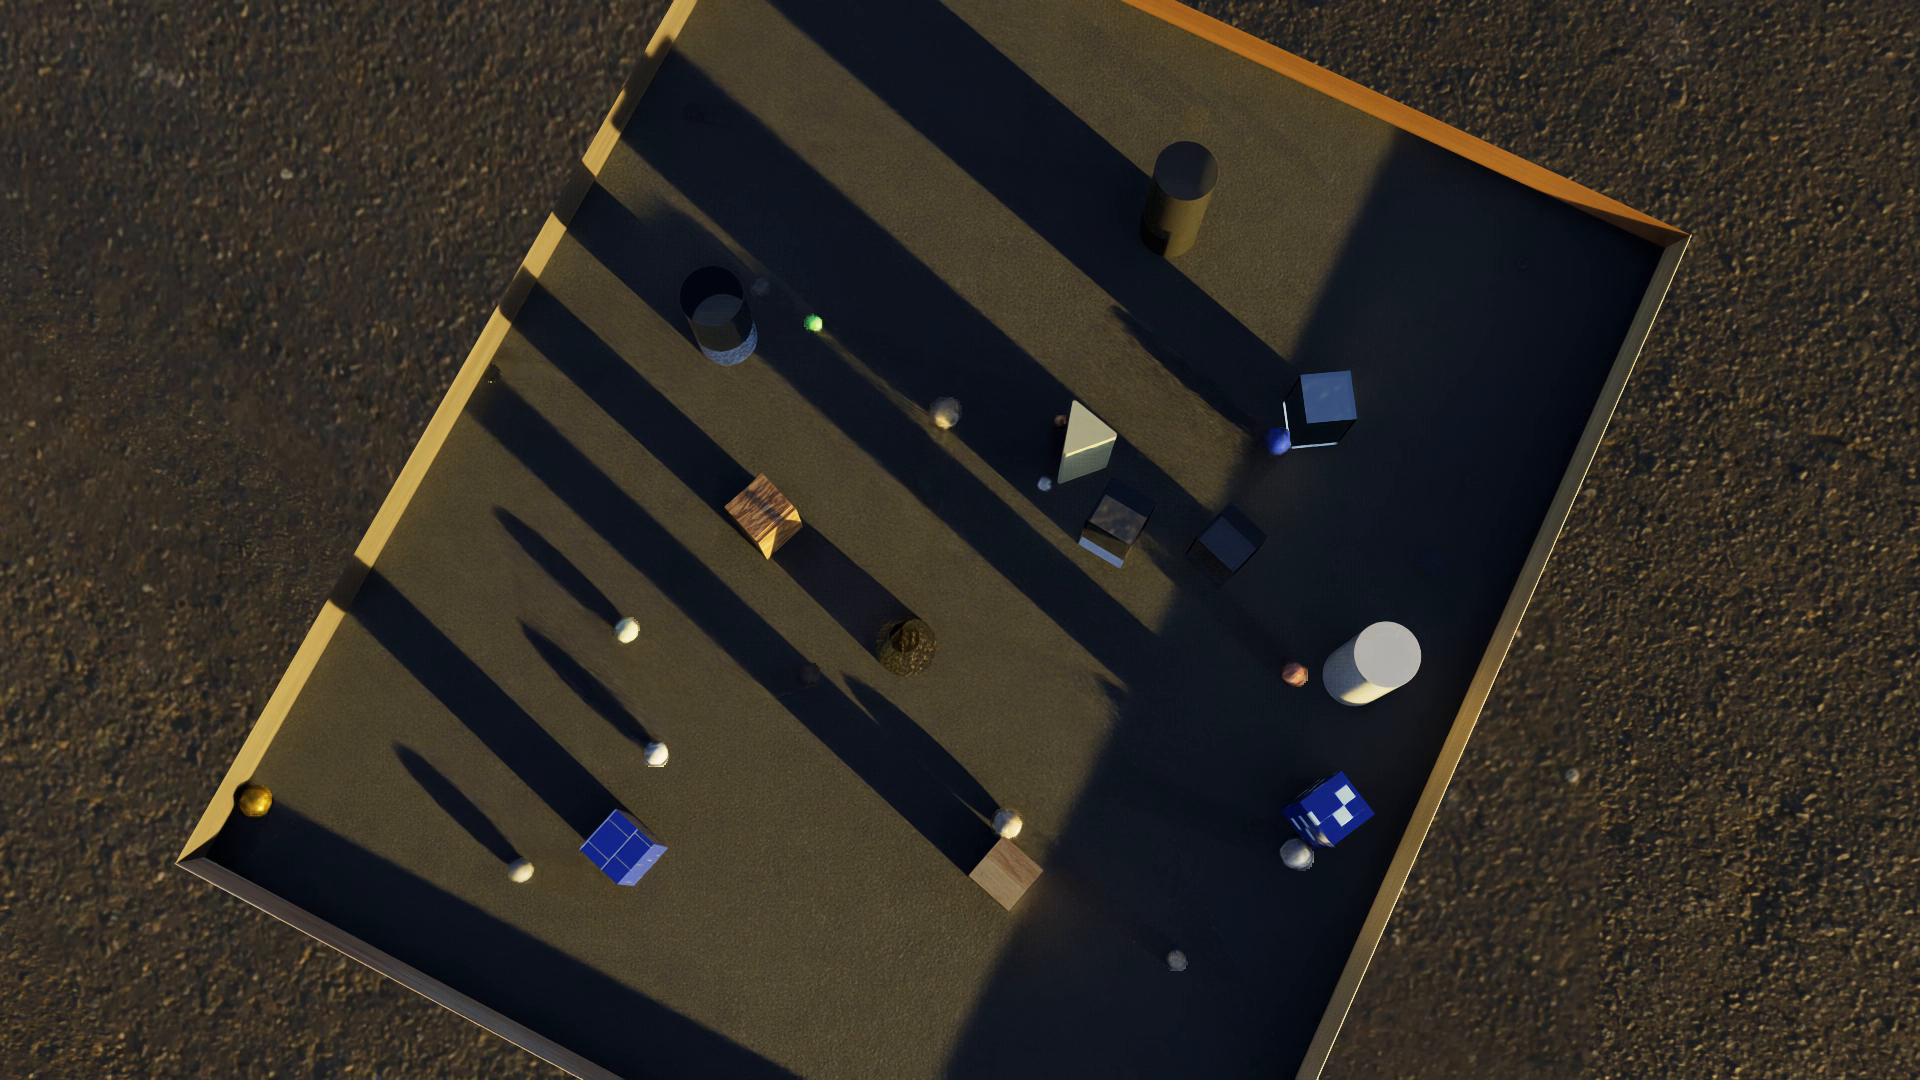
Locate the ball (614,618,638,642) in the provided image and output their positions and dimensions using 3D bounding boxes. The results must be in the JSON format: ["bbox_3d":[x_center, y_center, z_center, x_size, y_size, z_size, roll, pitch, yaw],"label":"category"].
[{"bbox_3d":[-1.006,0.272,5.523,0.072,0.072,0.072,0,78,0],"label":"ball"}]

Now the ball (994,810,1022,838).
[{"bbox_3d":[0.139,0.837,5.400,0.084,0.084,0.084,0,78,0],"label":"ball"}]

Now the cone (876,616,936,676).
[{"bbox_3d":[-0.164,0.284,5.370,0.186,0.368,0.186,0,78,0],"label":"cone"}]

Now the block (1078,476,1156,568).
[{"bbox_3d":[0.464,-0.048,5.445,0.149,0.356,0.149,31,80,6],"label":"block"}]

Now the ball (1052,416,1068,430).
[{"bbox_3d":[0.310,-0.362,5.668,0.046,0.046,0.046,0,78,0],"label":"ball"}]

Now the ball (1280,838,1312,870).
[{"bbox_3d":[0.987,0.919,5.377,0.093,0.093,0.093,0,78,0],"label":"ball"}]

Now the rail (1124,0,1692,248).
[{"bbox_3d":[0.829,-1.616,5.888,3.205,0.121,0.045,26,80,5],"label":"rail"}]

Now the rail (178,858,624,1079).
[{"bbox_3d":[-0.829,1.629,5.217,3.205,0.121,0.045,26,80,5],"label":"rail"}]

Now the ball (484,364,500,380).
[{"bbox_3d":[-1.458,-0.523,5.699,0.050,0.050,0.050,0,78,0],"label":"ball"}]

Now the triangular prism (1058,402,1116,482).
[{"bbox_3d":[0.355,-0.304,5.491,0.161,0.369,0.140,-19,79,-4],"label":"triangular prism"}]

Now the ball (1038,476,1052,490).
[{"bbox_3d":[0.261,-0.175,5.631,0.041,0.041,0.041,0,78,0],"label":"ball"}]

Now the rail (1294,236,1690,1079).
[{"bbox_3d":[1.412,0.698,5.409,0.045,0.121,3.753,26,80,5],"label":"rail"}]

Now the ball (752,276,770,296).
[{"bbox_3d":[-0.625,-0.796,5.750,0.060,0.060,0.060,0,78,0],"label":"ball"}]

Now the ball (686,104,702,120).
[{"bbox_3d":[-0.852,-1.371,5.873,0.053,0.053,0.053,0,78,0],"label":"ball"}]

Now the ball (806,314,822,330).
[{"bbox_3d":[-0.455,-0.679,5.731,0.050,0.050,0.050,0,78,0],"label":"ball"}]

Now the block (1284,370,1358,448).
[{"bbox_3d":[1.087,-0.392,5.546,0.149,0.296,0.149,-5,78,-1],"label":"block"}]

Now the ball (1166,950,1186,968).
[{"bbox_3d":[0.629,1.220,5.336,0.055,0.055,0.055,0,78,0],"label":"ball"}]

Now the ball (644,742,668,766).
[{"bbox_3d":[-0.904,0.634,5.449,0.072,0.072,0.072,0,78,0],"label":"ball"}]

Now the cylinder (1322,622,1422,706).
[{"bbox_3d":[1.188,0.364,5.311,0.186,0.451,0.186,0,78,0],"label":"cylinder"}]

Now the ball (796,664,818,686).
[{"bbox_3d":[-0.458,0.405,5.499,0.066,0.066,0.066,0,78,0],"label":"ball"}]

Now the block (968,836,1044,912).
[{"bbox_3d":[0.130,0.962,5.281,0.149,0.267,0.149,41,81,8],"label":"block"}]

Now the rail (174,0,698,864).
[{"bbox_3d":[-1.412,-0.685,5.695,0.045,0.121,3.753,26,80,5],"label":"rail"}]

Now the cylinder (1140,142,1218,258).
[{"bbox_3d":[0.663,-1.034,5.593,0.186,0.465,0.186,0,78,0],"label":"cylinder"}]

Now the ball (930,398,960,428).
[{"bbox_3d":[-0.045,-0.392,5.650,0.092,0.092,0.092,0,78,0],"label":"ball"}]

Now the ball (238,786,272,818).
[{"bbox_3d":[-2.081,0.773,5.410,0.090,0.090,0.090,0,78,0],"label":"ball"}]

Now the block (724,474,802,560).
[{"bbox_3d":[-0.587,-0.069,5.504,0.149,0.247,0.149,-43,81,-8],"label":"block"}]

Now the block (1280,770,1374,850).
[{"bbox_3d":[1.054,0.783,5.282,0.149,0.337,0.149,-35,81,-7],"label":"block"}]

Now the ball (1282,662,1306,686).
[{"bbox_3d":[1.002,0.401,5.497,0.071,0.071,0.071,0,78,0],"label":"ball"}]

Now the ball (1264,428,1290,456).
[{"bbox_3d":[0.974,-0.302,5.636,0.083,0.083,0.083,0,78,0],"label":"ball"}]

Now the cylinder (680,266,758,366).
[{"bbox_3d":[-0.728,-0.675,5.558,0.186,0.388,0.186,0,78,0],"label":"cylinder"}]

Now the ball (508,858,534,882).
[{"bbox_3d":[-1.288,0.969,5.380,0.070,0.070,0.070,0,78,0],"label":"ball"}]

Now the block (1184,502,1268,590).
[{"bbox_3d":[0.789,0.021,5.459,0.149,0.299,0.149,44,82,8],"label":"block"}]

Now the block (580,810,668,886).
[{"bbox_3d":[-0.969,0.890,5.296,0.149,0.267,0.149,41,81,8],"label":"block"}]
